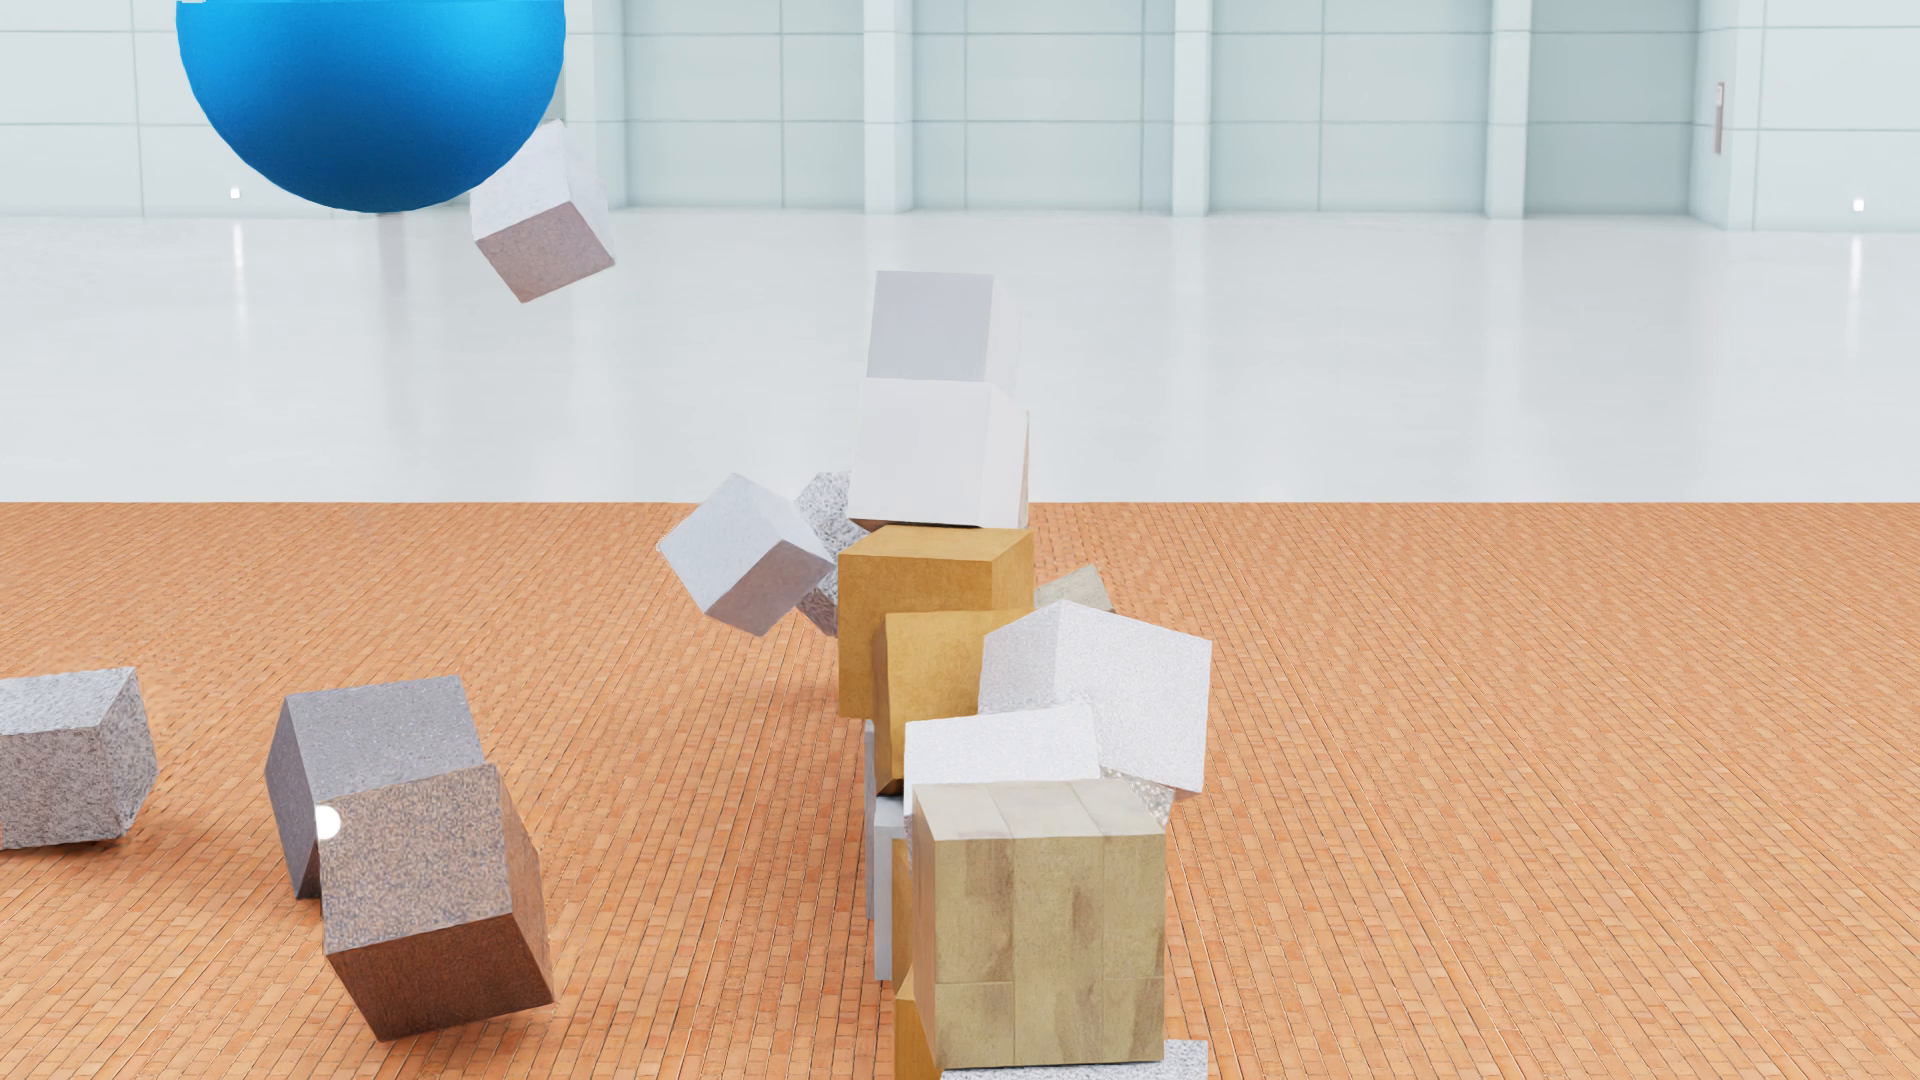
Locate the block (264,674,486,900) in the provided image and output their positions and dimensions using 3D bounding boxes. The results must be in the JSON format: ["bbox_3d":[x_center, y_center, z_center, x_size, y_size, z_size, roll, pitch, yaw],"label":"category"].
[{"bbox_3d":[-2.526,1.070,11.139,0.764,0.639,0.646,-6,57,-29],"label":"block"}]

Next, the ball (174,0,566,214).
[{"bbox_3d":[-2.464,-2.178,10.784,1.600,1.600,1.600,0,10,0],"label":"ball"}]

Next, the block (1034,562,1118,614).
[{"bbox_3d":[0.681,0.507,14.711,0.467,0.442,0.437,-25,38,3],"label":"block"}]

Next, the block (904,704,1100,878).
[{"bbox_3d":[0.159,0.975,8.219,0.609,0.620,0.646,-6,22,2],"label":"block"}]

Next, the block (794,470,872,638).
[{"bbox_3d":[-0.641,0.088,14.457,0.670,0.672,0.713,-51,19,-16],"label":"block"}]

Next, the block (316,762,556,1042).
[{"bbox_3d":[-1.903,1.324,9.341,0.657,0.696,0.631,-12,53,-3],"label":"block"}]

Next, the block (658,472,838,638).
[{"bbox_3d":[-1.132,0.084,13.695,0.510,0.584,0.572,53,12,29],"label":"block"}]

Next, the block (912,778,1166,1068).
[{"bbox_3d":[0.213,1.094,7.445,0.642,0.649,0.690,-1,8,-6],"label":"block"}]

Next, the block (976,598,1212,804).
[{"bbox_3d":[0.486,0.639,9.491,0.656,0.584,0.557,16,-23,-25],"label":"block"}]

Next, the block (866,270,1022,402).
[{"bbox_3d":[-0.068,-0.903,12.129,0.560,0.567,0.665,3,-9,13],"label":"block"}]

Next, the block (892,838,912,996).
[{"bbox_3d":[0.068,1.492,9.673,0.565,0.603,0.602,-2,10,-10],"label":"block"}]

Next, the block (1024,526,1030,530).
[{"bbox_3d":[-0.008,0.313,12.590,0.701,0.653,0.627,0,12,1],"label":"block"}]

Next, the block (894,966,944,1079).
[{"bbox_3d":[0.163,1.703,8.320,0.632,0.673,0.705,2,10,9],"label":"block"}]

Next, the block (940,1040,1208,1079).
[{"bbox_3d":[0.309,1.876,7.099,0.732,0.769,0.753,1,10,6],"label":"block"}]

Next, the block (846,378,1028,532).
[{"bbox_3d":[-0.095,-0.340,11.786,0.613,0.645,0.704,3,-9,15],"label":"block"}]

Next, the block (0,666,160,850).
[{"bbox_3d":[-4.160,1.004,11.848,0.655,0.565,0.641,-6,22,0],"label":"block"}]

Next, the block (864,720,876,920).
[{"bbox_3d":[0.017,1.125,11.105,0.828,0.814,0.788,0,10,0],"label":"block"}]

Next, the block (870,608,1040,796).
[{"bbox_3d":[0.021,0.648,10.126,0.673,0.631,0.730,-1,-10,-7],"label":"block"}]

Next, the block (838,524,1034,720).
[{"bbox_3d":[-0.094,0.354,11.096,0.665,0.706,0.769,3,11,14],"label":"block"}]

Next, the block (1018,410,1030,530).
[{"bbox_3d":[0.025,-0.319,12.609,0.557,0.573,0.589,2,12,8],"label":"block"}]

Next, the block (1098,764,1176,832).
[{"bbox_3d":[0.294,1.193,9.039,0.662,0.696,0.578,19,-31,-2],"label":"block"}]

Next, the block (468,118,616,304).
[{"bbox_3d":[-2.053,-1.607,12.561,0.517,0.485,0.594,-22,50,9],"label":"block"}]

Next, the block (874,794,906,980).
[{"bbox_3d":[0.008,1.354,10.369,0.686,0.627,0.728,0,10,0],"label":"block"}]
